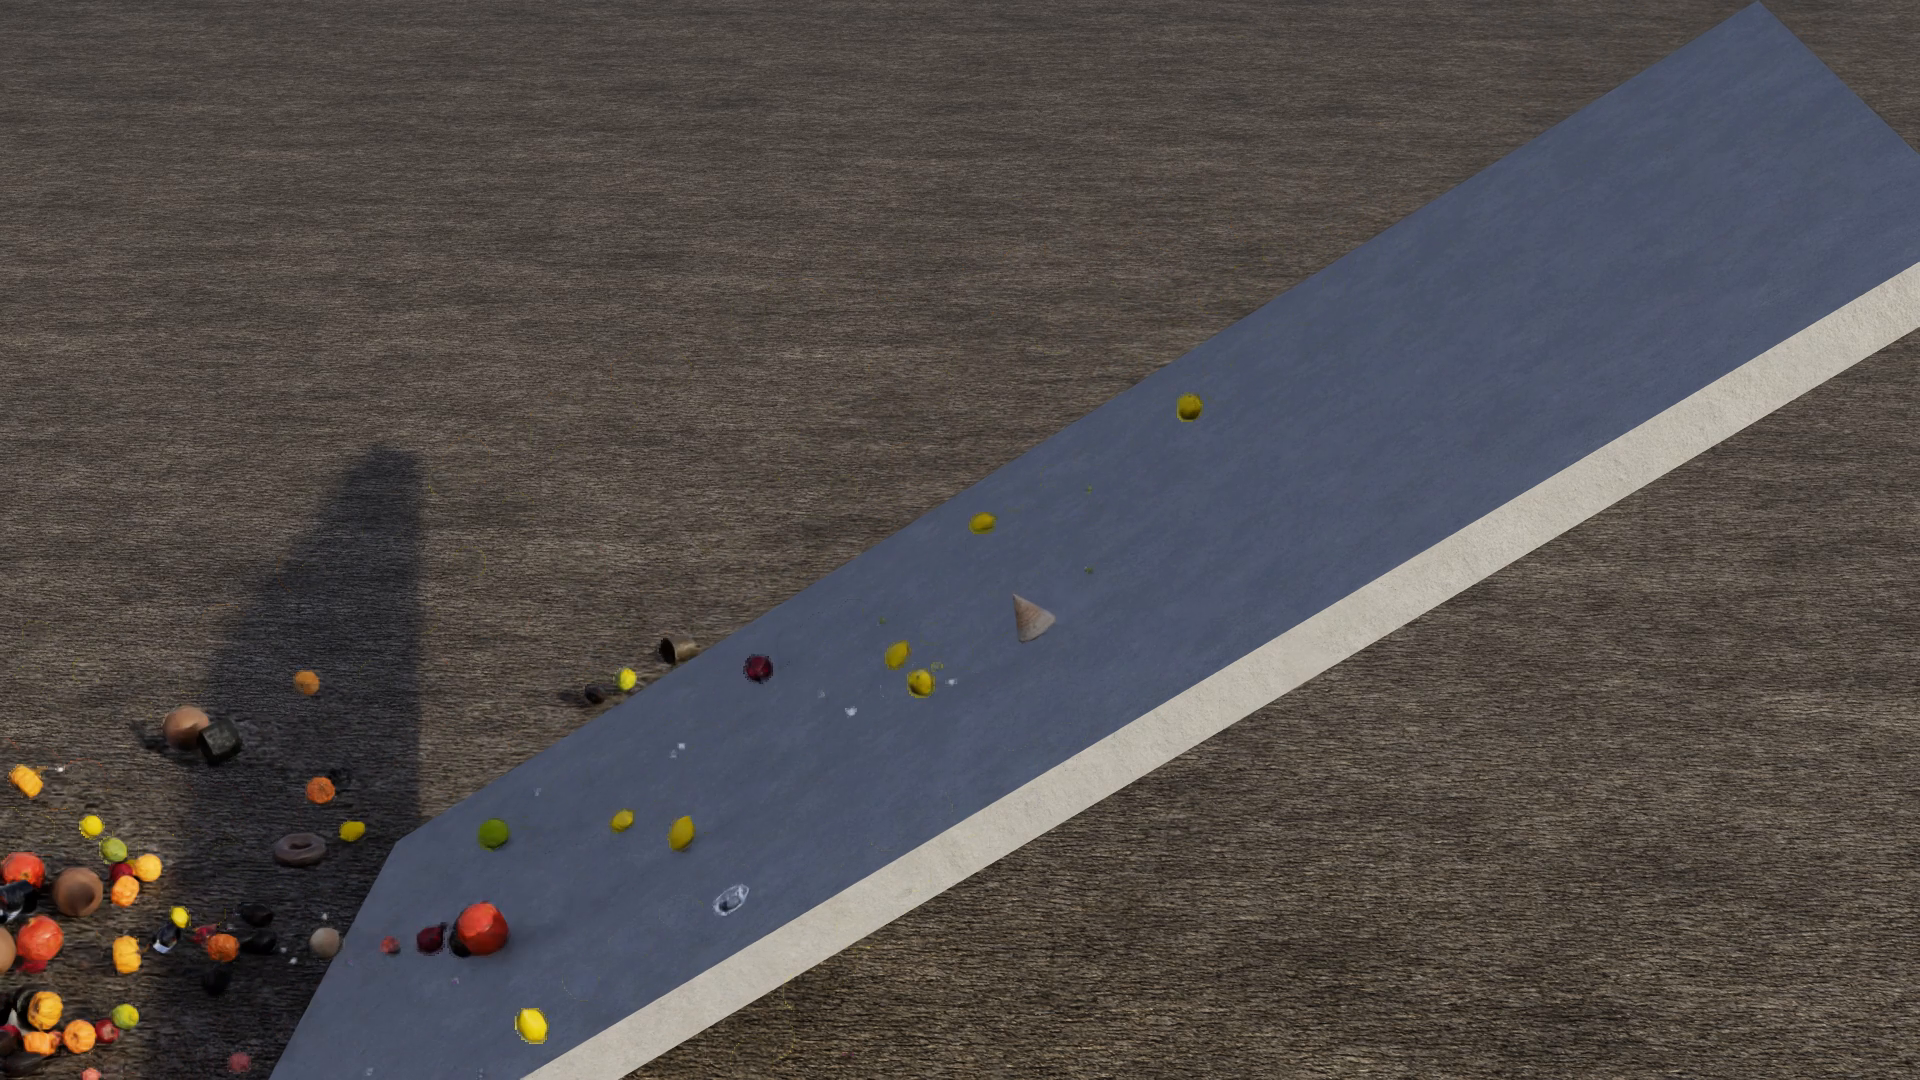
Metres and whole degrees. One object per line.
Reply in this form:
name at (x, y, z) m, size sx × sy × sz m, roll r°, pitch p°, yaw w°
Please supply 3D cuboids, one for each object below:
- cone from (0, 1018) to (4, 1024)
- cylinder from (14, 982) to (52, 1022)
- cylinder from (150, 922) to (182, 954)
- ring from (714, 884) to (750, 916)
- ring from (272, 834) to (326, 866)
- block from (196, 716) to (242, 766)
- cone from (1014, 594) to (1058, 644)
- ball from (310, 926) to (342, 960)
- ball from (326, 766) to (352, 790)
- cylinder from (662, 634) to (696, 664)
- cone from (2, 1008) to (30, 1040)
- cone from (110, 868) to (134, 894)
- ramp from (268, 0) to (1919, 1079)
cone at (-2.298, 1.153, 6.958) m, size 0.050 × 0.050 × 0.050 m, roll 4°, pitch 44°, yaw 10°
cylinder at (-2.206, 1.100, 6.993) m, size 0.080 × 0.080 × 0.080 m, roll -9°, pitch 6°, yaw -23°
cylinder at (-1.971, 0.988, 7.305) m, size 0.054 × 0.054 × 0.054 m, roll 9°, pitch 36°, yaw 23°
ring at (-0.444, 0.699, 5.720) m, size 0.078 × 0.026 × 0.078 m, roll -31°, pitch 16°, yaw 10°
ring at (-1.751, 0.823, 7.802) m, size 0.141 × 0.047 × 0.141 m, roll 1°, pitch 22°, yaw 0°
block at (-2.079, 0.567, 8.258) m, size 0.087 × 0.087 × 0.087 m, roll -27°, pitch 77°, yaw -31°
cone at (0.134, 0.145, 6.017) m, size 0.094 × 0.094 × 0.094 m, roll -33°, pitch 15°, yaw 10°
ball at (-1.538, 0.978, 7.134) m, size 0.078 × 0.078 × 0.078 m, roll 0°, pitch 21°, yaw 0°
ball at (-1.728, 0.663, 8.188) m, size 0.070 × 0.070 × 0.070 m, roll 0°, pitch 21°, yaw 0°
cylinder at (-0.864, 0.335, 9.042) m, size 0.077 × 0.077 × 0.077 m, roll -15°, pitch 26°, yaw -36°
cone at (-2.236, 1.134, 6.952) m, size 0.067 × 0.067 × 0.067 m, roll 0°, pitch 21°, yaw 0°
cone at (-2.169, 0.895, 7.636) m, size 0.063 × 0.063 × 0.063 m, roll -10°, pitch 50°, yaw -25°
ramp at (0.138, 0.172, 6.300) m, size 4.000 × 0.100 × 2.000 m, roll -32°, pitch 16°, yaw 14°
